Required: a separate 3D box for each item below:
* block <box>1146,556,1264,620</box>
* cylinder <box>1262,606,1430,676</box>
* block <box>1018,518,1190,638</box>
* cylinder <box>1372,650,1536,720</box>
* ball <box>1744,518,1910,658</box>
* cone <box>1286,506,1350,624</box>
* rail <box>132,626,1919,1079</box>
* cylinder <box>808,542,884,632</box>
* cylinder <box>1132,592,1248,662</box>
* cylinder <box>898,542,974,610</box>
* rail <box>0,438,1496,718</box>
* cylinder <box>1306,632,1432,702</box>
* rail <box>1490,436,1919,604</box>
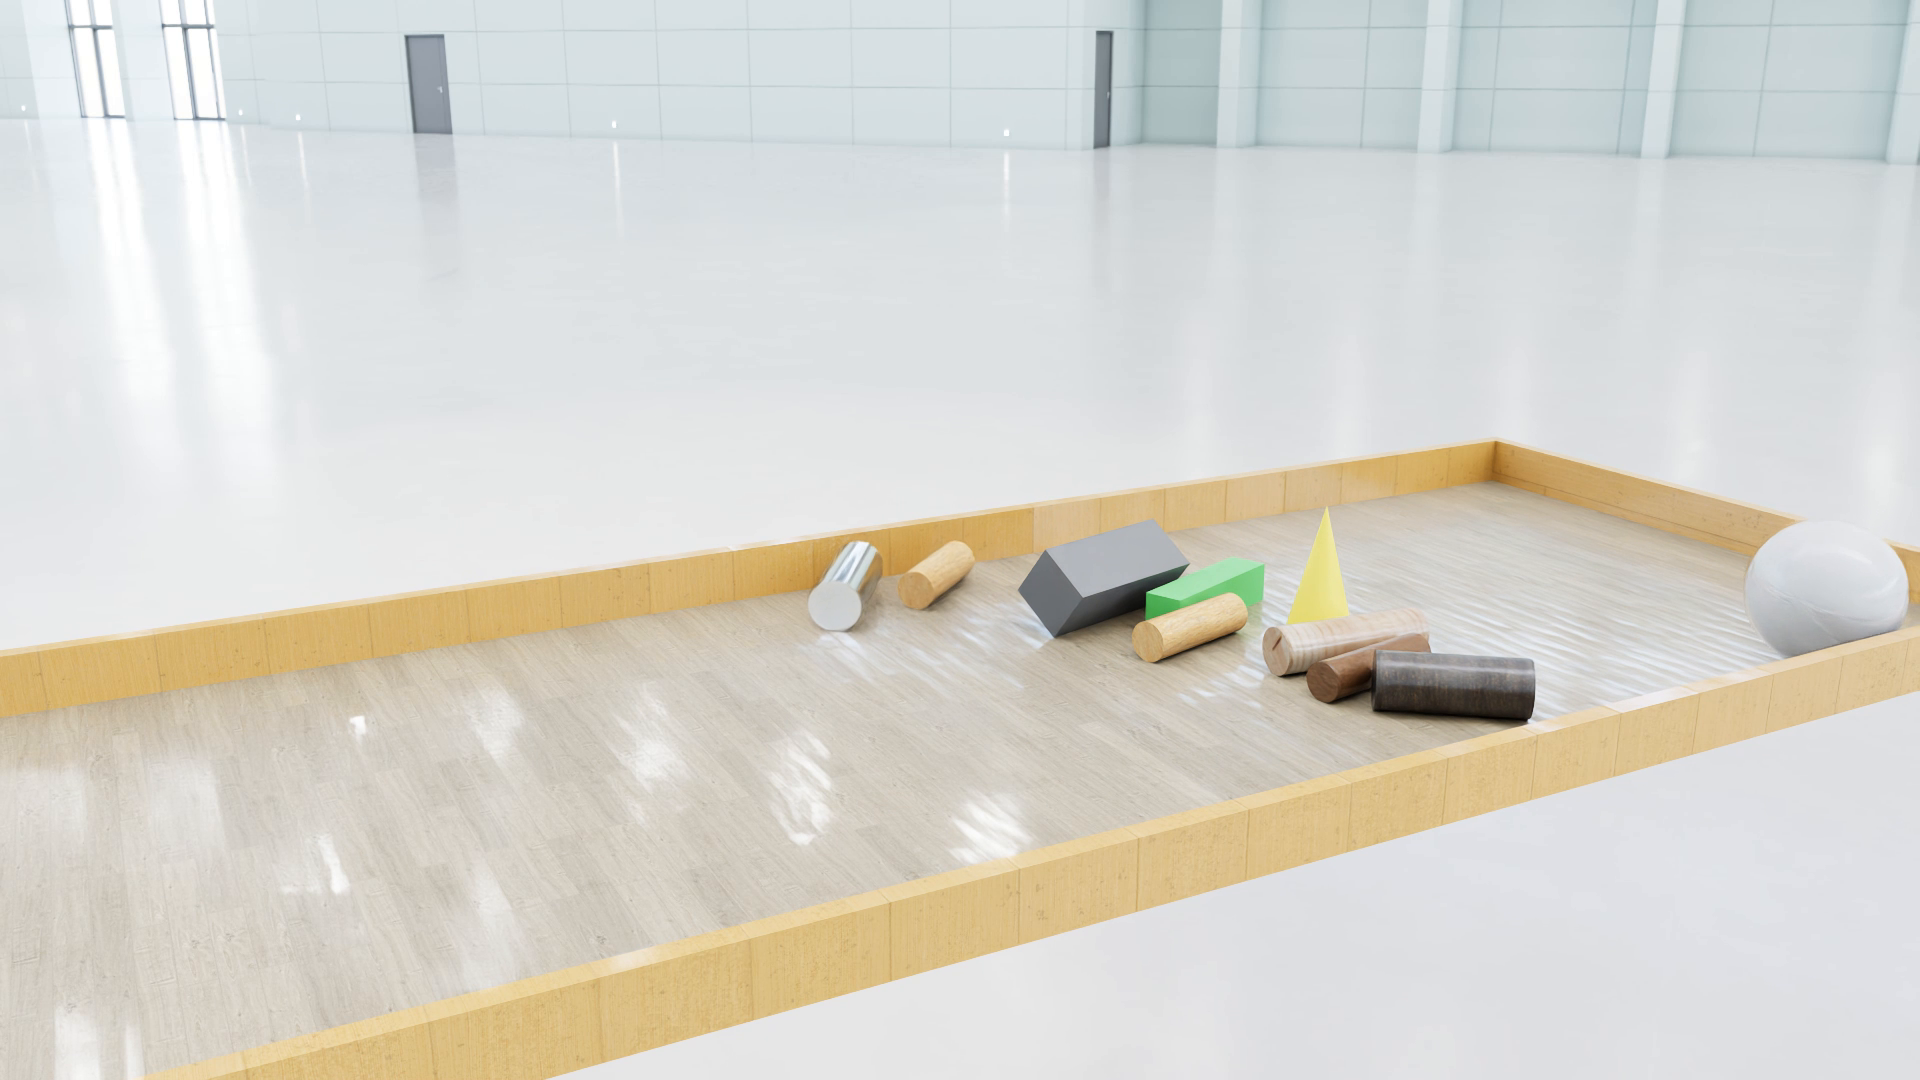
[{"bbox_3d":[0.691,0.158,4.626,0.109,0.109,0.440,14,21,39],"label":"block"},{"bbox_3d":[0.996,0.259,4.252,0.425,0.125,0.125,-7,18,-21],"label":"cylinder"},{"bbox_3d":[0.403,0.101,4.581,0.446,0.173,0.173,-15,58,-41],"label":"block"},{"bbox_3d":[1.171,0.343,3.931,0.360,0.144,0.144,3,17,10],"label":"cylinder"},{"bbox_3d":[2.219,0.134,4.231,0.377,0.377,0.377,0,16,0],"label":"ball"},{"bbox_3d":[0.988,0.073,4.490,0.180,0.347,0.180,0,16,0],"label":"cone"},{"bbox_3d":[-2.336,1.006,1.665,12.000,0.150,0.050,-9,18,-27],"label":"rail"},{"bbox_3d":[-0.319,0.127,4.662,0.147,0.147,0.376,2,16,6],"label":"cylinder"},{"bbox_3d":[0.613,0.230,4.382,0.350,0.108,0.108,-15,22,-41],"label":"cylinder"},{"bbox_3d":[-0.067,0.100,4.816,0.111,0.111,0.329,6,17,20],"label":"cylinder"},{"bbox_3d":[-3.305,0.497,3.399,12.000,0.150,0.050,-9,18,-27],"label":"rail"},{"bbox_3d":[1.021,0.315,4.104,0.354,0.101,0.101,-12,20,-35],"label":"cylinder"},{"bbox_3d":[2.466,-0.048,5.253,0.050,0.150,2.100,-9,18,-27],"label":"rail"}]
